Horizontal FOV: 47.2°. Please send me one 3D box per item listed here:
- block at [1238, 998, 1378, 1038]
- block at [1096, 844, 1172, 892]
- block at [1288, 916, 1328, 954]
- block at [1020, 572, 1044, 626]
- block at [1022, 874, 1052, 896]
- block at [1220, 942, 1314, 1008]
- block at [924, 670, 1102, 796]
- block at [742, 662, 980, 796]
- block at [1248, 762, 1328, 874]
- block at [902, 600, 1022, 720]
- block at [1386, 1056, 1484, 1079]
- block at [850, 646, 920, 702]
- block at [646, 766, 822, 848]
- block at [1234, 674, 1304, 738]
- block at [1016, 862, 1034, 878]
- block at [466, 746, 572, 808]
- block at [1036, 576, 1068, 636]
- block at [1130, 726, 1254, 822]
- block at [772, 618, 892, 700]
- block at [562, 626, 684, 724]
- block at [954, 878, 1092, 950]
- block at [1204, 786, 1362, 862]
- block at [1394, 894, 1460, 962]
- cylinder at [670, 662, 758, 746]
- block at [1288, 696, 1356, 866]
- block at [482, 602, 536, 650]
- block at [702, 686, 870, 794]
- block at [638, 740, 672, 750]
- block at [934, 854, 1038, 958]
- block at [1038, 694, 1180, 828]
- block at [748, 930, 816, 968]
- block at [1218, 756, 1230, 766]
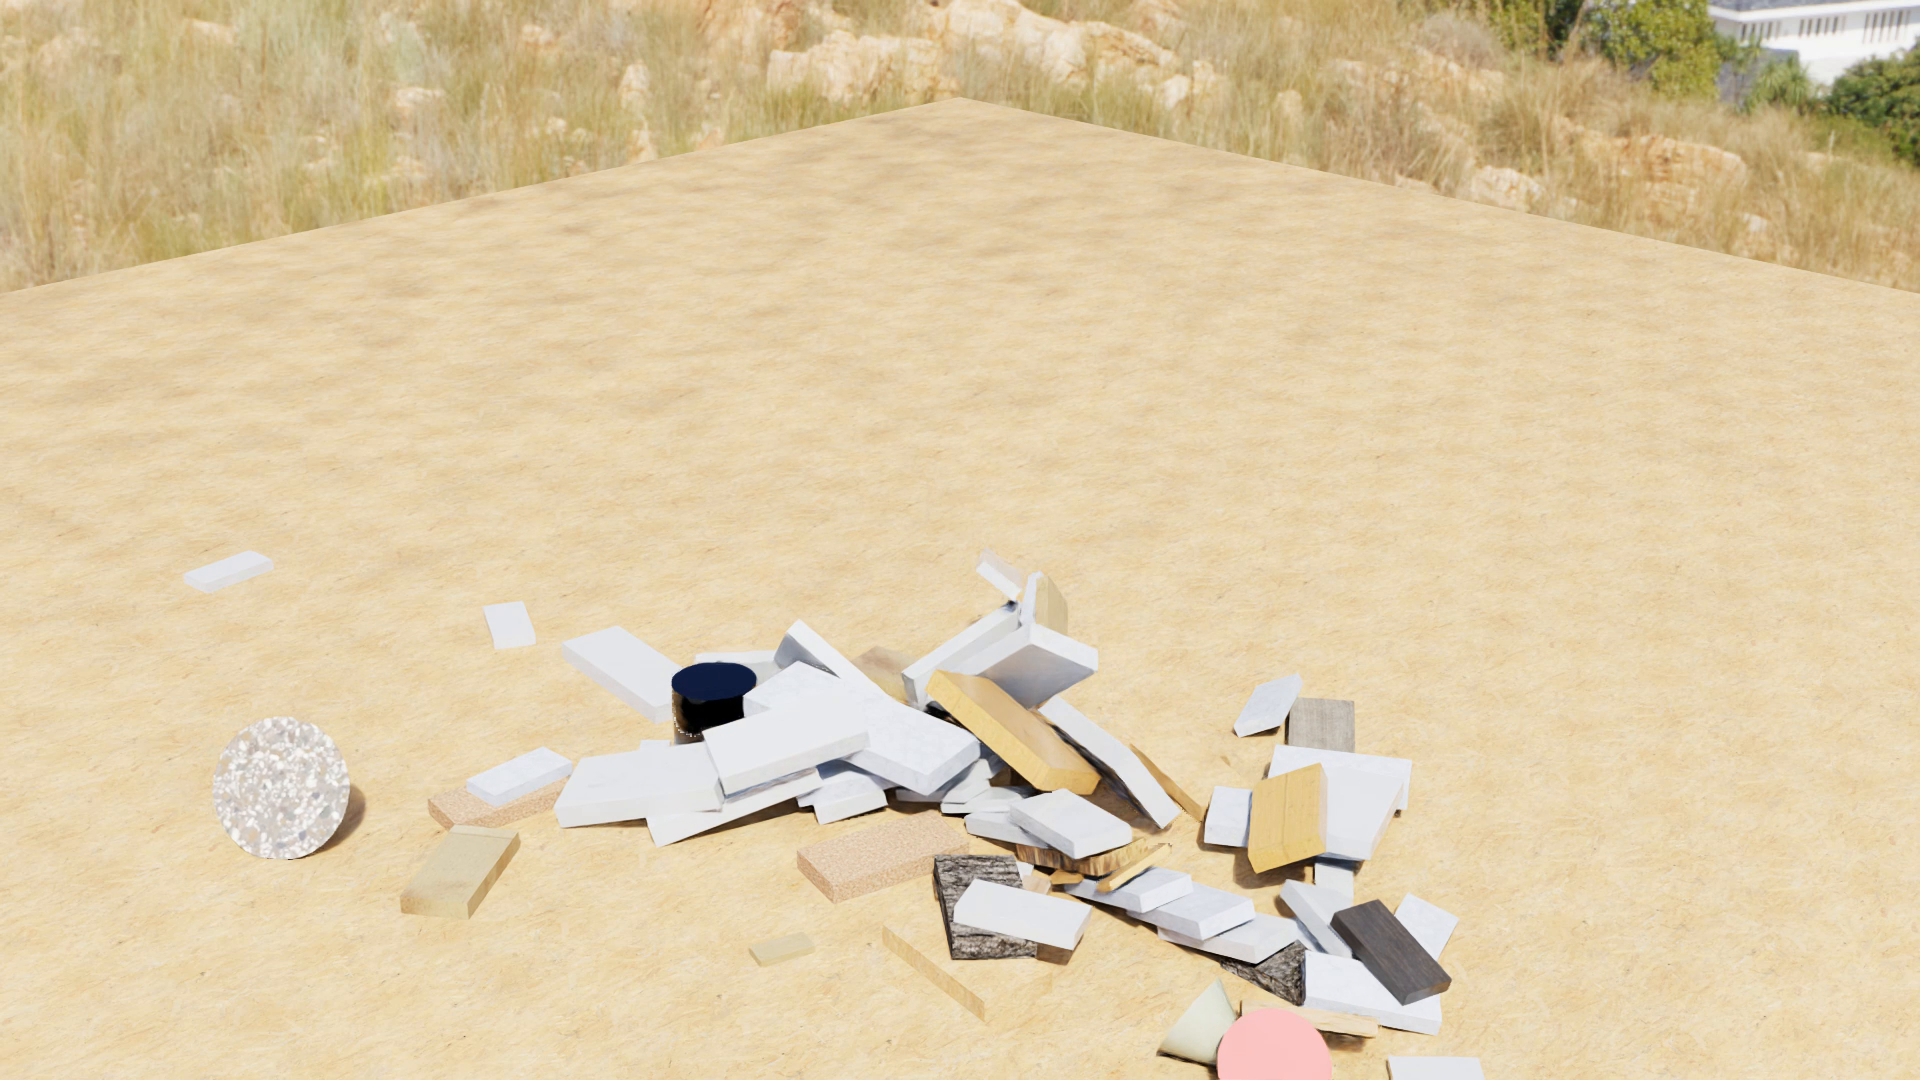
[{"bbox_3d":[0.582,0.802,3.684,0.223,0.032,0.112,7,-13,7],"label":"block"},{"bbox_3d":[0.319,0.605,4.054,0.146,0.015,0.054,-29,0,-28],"label":"block"},{"bbox_3d":[0.650,0.731,4.011,0.071,0.020,0.142,-10,25,-21],"label":"block"},{"bbox_3d":[0.177,0.163,4.828,0.029,0.103,0.206,-21,23,18],"label":"block"},{"bbox_3d":[0.120,0.686,4.096,0.058,0.016,0.172,9,31,17],"label":"block"},{"bbox_3d":[0.592,0.768,3.908,0.234,0.033,0.117,21,31,40],"label":"block"},{"bbox_3d":[0.105,0.385,4.417,0.357,0.051,0.179,38,15,37],"label":"block"},{"bbox_3d":[-0.202,0.376,4.445,0.474,0.049,0.174,20,34,32],"label":"block"},{"bbox_3d":[0.626,0.526,4.188,0.139,0.039,0.278,-20,18,17],"label":"block"},{"bbox_3d":[0.020,0.274,4.827,0.330,0.148,0.042,-32,40,-29],"label":"block"},{"bbox_3d":[0.789,0.887,3.646,0.150,0.020,0.071,1,23,2],"label":"block"},{"bbox_3d":[-0.121,0.312,4.976,0.266,0.038,0.133,15,27,31],"label":"block"},{"bbox_3d":[-0.462,0.494,4.417,0.348,0.049,0.174,-20,26,-7],"label":"block"},{"bbox_3d":[0.676,0.361,4.815,0.104,0.029,0.207,-21,12,29],"label":"block"},{"bbox_3d":[0.104,0.652,4.203,0.058,0.016,0.115,4,23,10],"label":"block"},{"bbox_3d":[-0.899,0.483,4.491,0.097,0.027,0.194,20,30,39],"label":"block"},{"bbox_3d":[0.199,0.188,4.749,0.029,0.103,0.206,-17,44,20],"label":"block"},{"bbox_3d":[0.478,0.481,4.543,0.133,0.038,0.266,-14,32,-25],"label":"block"},{"bbox_3d":[-0.258,0.306,4.667,0.296,0.148,0.042,40,60,5],"label":"block"},{"bbox_3d":[-0.736,0.302,4.994,0.150,0.042,0.417,-17,28,-35],"label":"block"},{"bbox_3d":[0.113,0.668,3.929,0.223,0.032,0.112,10,21,17],"label":"block"},{"bbox_3d":[0.640,0.553,4.301,0.303,0.043,0.152,5,24,12],"label":"block"},{"bbox_3d":[0.828,0.713,3.978,0.103,0.029,0.207,25,23,17],"label":"block"},{"bbox_3d":[-0.515,0.377,4.641,0.180,0.180,0.180,0,23,0],"label":"cylinder"},{"bbox_3d":[0.748,0.489,4.558,0.139,0.039,0.633,4,23,8],"label":"block"},{"bbox_3d":[-1.077,0.202,5.249,0.097,0.027,0.193,-8,24,-17],"label":"block"},{"bbox_3d":[-0.343,0.393,4.345,0.300,0.042,0.150,-17,38,-12],"label":"block"},{"bbox_3d":[-0.651,0.464,4.644,0.063,0.018,0.146,0,23,1],"label":"block"},{"bbox_3d":[0.044,0.668,4.025,0.152,0.043,0.303,1,20,-8],"label":"block"},{"bbox_3d":[0.298,0.444,4.438,0.051,0.179,0.357,-42,26,-7],"label":"block"},{"bbox_3d":[-0.322,0.743,3.990,0.108,0.015,0.054,-12,26,-26],"label":"block"},{"bbox_3d":[0.544,0.481,4.609,0.046,0.013,0.093,-1,23,-3],"label":"block"}]
